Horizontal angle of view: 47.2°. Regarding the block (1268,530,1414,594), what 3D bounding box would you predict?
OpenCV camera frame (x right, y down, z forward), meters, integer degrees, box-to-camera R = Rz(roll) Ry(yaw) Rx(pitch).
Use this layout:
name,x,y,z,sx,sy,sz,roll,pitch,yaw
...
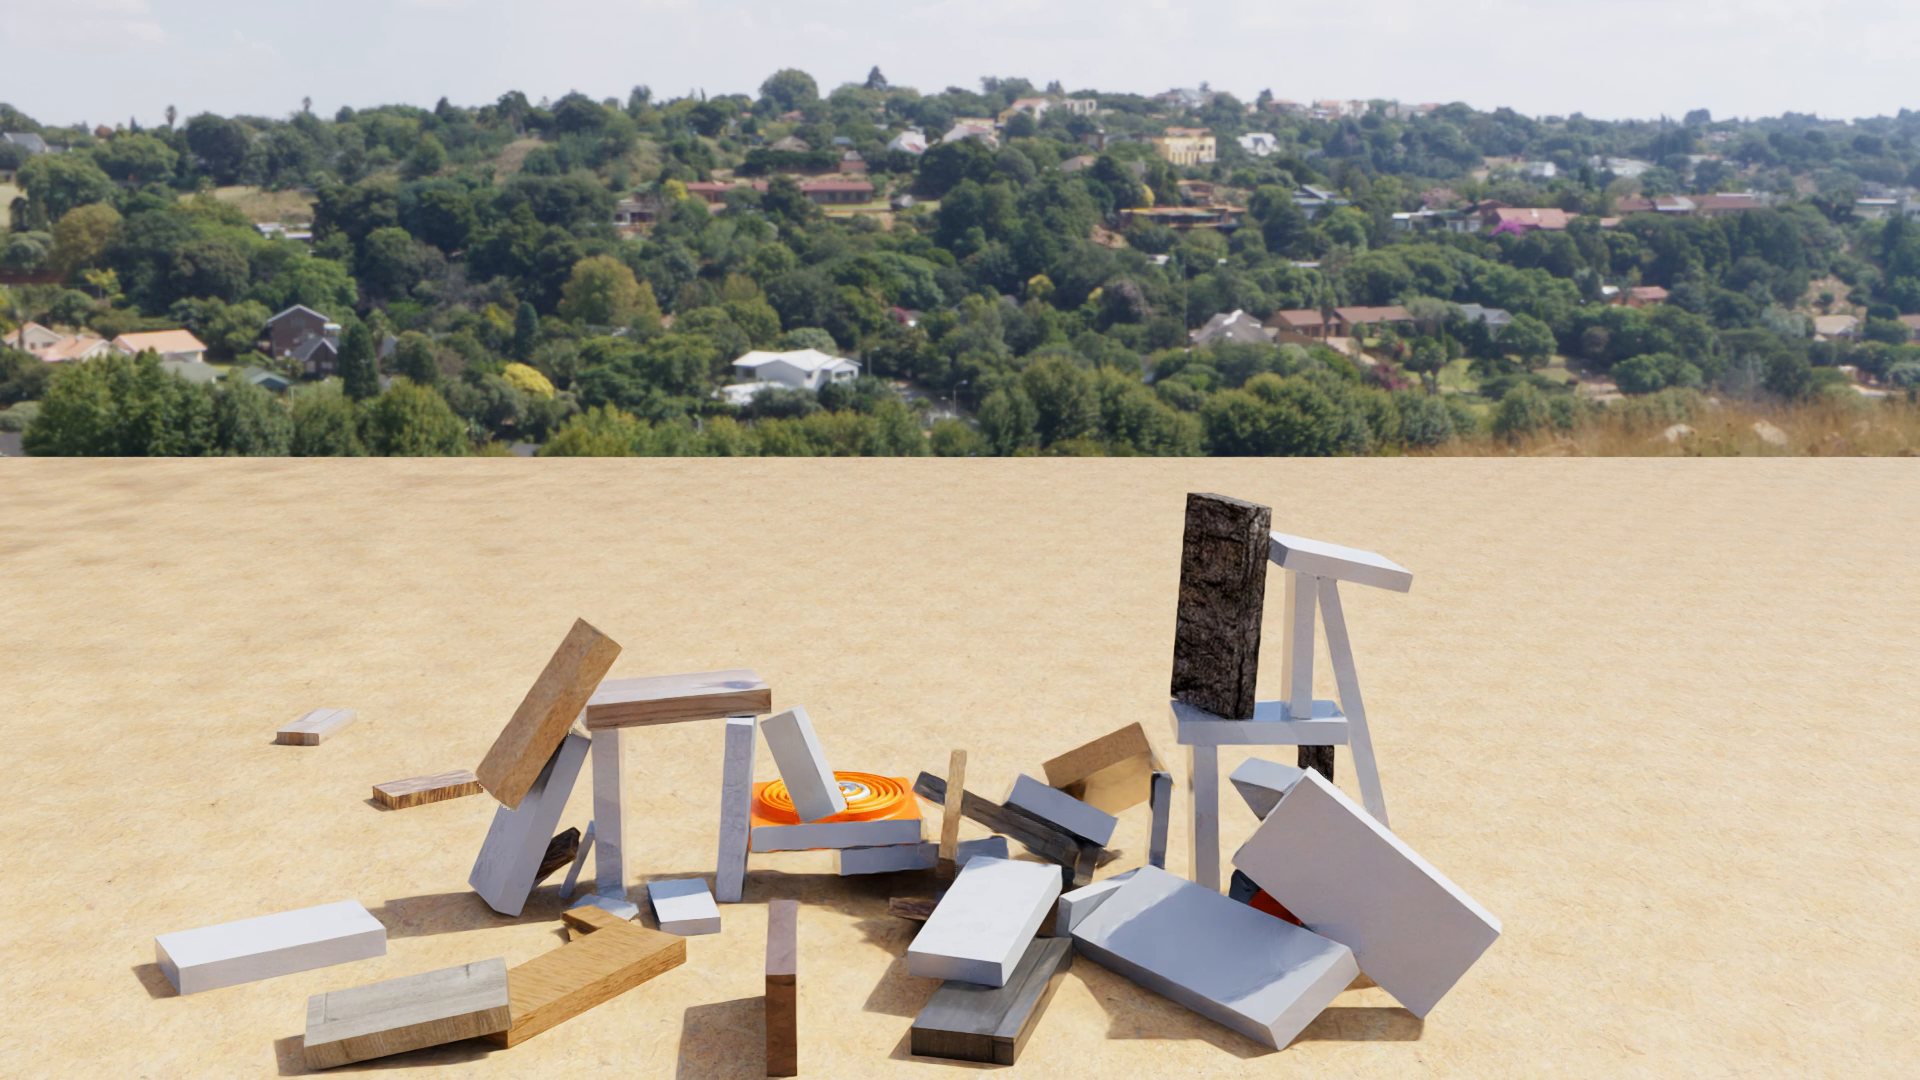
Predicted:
name,x,y,z,sx,sy,sz,roll,pitch,yaw
block,0.603,0.034,3.572,0.239,0.034,0.120,11,12,-23

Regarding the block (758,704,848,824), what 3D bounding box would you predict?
name,x,y,z,sx,sy,sz,roll,pitch,yaw
block,-0.269,0.385,3.764,0.095,0.191,0.027,-24,-1,44

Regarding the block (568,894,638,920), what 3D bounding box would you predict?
name,x,y,z,sx,sy,sz,roll,pitch,yaw
block,-0.577,0.599,3.556,0.103,0.015,0.051,6,23,29

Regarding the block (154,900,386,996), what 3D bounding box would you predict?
name,x,y,z,sx,sy,sz,roll,pitch,yaw
block,-1.056,0.622,3.375,0.309,0.044,0.154,-7,12,-32

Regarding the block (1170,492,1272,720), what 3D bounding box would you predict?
name,x,y,z,sx,sy,sz,roll,pitch,yaw
block,0.425,0.105,3.597,0.049,0.345,0.172,0,9,-28

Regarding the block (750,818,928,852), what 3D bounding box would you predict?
name,x,y,z,sx,sy,sz,roll,pitch,yaw
block,-0.200,0.496,3.705,0.282,0.040,0.141,-4,-7,4

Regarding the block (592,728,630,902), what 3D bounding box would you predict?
name,x,y,z,sx,sy,sz,roll,pitch,yaw
block,-0.579,0.439,3.646,0.043,0.304,0.152,-1,11,-5

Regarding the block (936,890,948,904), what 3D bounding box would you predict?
name,x,y,z,sx,sy,sz,roll,pitch,yaw
block,0.048,0.573,3.521,0.099,0.028,0.197,-3,-6,-26

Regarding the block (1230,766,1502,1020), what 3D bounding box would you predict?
name,x,y,z,sx,sy,sz,roll,pitch,yaw
block,0.583,0.506,3.162,0.349,0.175,0.049,39,17,7

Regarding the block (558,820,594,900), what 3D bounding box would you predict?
name,x,y,z,sx,sy,sz,roll,pitch,yaw
block,-0.634,0.532,3.660,0.017,0.121,0.061,23,8,-8

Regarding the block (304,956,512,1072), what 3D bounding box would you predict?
name,x,y,z,sx,sy,sz,roll,pitch,yaw
block,-0.765,0.656,3.055,0.274,0.039,0.137,-10,20,-11

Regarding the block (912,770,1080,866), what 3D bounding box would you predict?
name,x,y,z,sx,sy,sz,roll,pitch,yaw
block,0.063,0.479,3.756,0.282,0.040,0.141,23,-10,15

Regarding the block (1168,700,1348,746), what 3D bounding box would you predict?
name,x,y,z,sx,sy,sz,roll,pitch,yaw
block,0.488,0.299,3.613,0.275,0.039,0.138,0,10,-1

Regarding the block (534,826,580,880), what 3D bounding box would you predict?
name,x,y,z,sx,sy,sz,roll,pitch,yaw
block,-0.682,0.524,3.631,0.121,0.017,0.061,-29,34,21

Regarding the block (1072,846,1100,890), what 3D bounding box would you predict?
name,x,y,z,sx,sy,sz,roll,pitch,yaw
block,0.193,0.566,3.526,0.027,0.095,0.191,12,12,6

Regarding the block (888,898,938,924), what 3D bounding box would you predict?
name,x,y,z,sx,sy,sz,roll,pitch,yaw
block,-0.003,0.591,3.448,0.197,0.028,0.099,2,-14,30

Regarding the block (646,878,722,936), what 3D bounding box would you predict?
name,x,y,z,sx,sy,sz,roll,pitch,yaw
block,-0.449,0.595,3.566,0.095,0.027,0.191,-3,11,-14

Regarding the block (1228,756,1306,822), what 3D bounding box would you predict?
name,x,y,z,sx,sy,sz,roll,pitch,yaw
block,0.557,0.484,3.326,0.049,0.345,0.172,-40,14,-15

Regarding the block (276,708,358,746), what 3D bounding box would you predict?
name,x,y,z,sx,sy,sz,roll,pitch,yaw
block,-1.358,0.394,4.649,0.093,0.026,0.186,2,11,9

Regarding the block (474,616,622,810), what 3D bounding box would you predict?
name,x,y,z,sx,sy,sz,roll,pitch,yaw
block,-0.671,0.279,3.579,0.044,0.309,0.154,36,-6,-24

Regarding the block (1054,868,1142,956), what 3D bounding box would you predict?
name,x,y,z,sx,sy,sz,roll,pitch,yaw
block,0.224,0.582,3.442,0.191,0.095,0.027,-10,24,-44

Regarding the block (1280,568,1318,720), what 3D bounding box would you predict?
name,x,y,z,sx,sy,sz,roll,pitch,yaw
block,0.553,0.162,3.594,0.034,0.239,0.120,1,10,1

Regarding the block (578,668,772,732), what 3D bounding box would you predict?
name,x,y,z,sx,sy,sz,roll,pitch,yaw
block,-0.479,0.262,3.641,0.304,0.043,0.152,-4,11,-18

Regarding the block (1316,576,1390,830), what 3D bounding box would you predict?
name,x,y,z,sx,sy,sz,roll,pitch,yaw
block,0.657,0.316,3.650,0.034,0.554,0.120,-13,9,6

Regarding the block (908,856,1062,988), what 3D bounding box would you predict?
name,x,y,z,sx,sy,sz,roll,pitch,yaw
block,0.041,0.568,3.303,0.145,0.041,0.290,4,22,20

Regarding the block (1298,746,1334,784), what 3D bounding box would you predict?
name,x,y,z,sx,sy,sz,roll,pitch,yaw
block,0.587,0.454,3.644,0.039,0.275,0.138,0,10,1

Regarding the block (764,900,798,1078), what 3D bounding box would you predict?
name,x,y,z,sx,sy,sz,roll,pitch,yaw
block,-0.249,0.624,3.087,0.041,0.145,0.290,-1,11,-4

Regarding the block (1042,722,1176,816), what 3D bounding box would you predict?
name,x,y,z,sx,sy,sz,roll,pitch,yaw
block,0.259,0.403,3.755,0.175,0.049,0.349,-24,-20,5

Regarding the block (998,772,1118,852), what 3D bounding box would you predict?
name,x,y,z,sx,sy,sz,roll,pitch,yaw
block,0.158,0.464,3.703,0.175,0.049,0.349,25,-10,2

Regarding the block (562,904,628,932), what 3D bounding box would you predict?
name,x,y,z,sx,sy,sz,roll,pitch,yaw
block,-0.578,0.602,3.482,0.051,0.015,0.103,-10,14,-44

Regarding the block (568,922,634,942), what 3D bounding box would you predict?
name,x,y,z,sx,sy,sz,roll,pitch,yaw
block,-0.562,0.622,3.456,0.103,0.015,0.051,-3,11,-15

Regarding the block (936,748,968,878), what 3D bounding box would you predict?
name,x,y,z,sx,sy,sz,roll,pitch,yaw
block,-0.013,0.451,3.624,0.027,0.191,0.095,7,-28,1

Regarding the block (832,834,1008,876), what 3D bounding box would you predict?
name,x,y,z,sx,sy,sz,roll,pitch,yaw
block,-0.069,0.533,3.725,0.282,0.040,0.141,-3,-5,-9

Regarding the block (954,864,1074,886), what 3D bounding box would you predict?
name,x,y,z,sx,sy,sz,roll,pitch,yaw
block,0.092,0.561,3.677,0.197,0.028,0.099,1,-6,3

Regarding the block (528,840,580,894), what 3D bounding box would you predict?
name,x,y,z,sx,sy,sz,roll,pitch,yaw
block,-0.687,0.544,3.665,0.121,0.017,0.061,-40,11,4

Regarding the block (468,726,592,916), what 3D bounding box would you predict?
name,x,y,z,sx,sy,sz,roll,pitch,yaw
block,-0.709,0.448,3.620,0.044,0.309,0.154,24,-3,-30

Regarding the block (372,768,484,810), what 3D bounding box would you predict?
name,x,y,z,sx,sy,sz,roll,pitch,yaw
block,-1.016,0.476,4.208,0.186,0.026,0.093,-8,13,-37

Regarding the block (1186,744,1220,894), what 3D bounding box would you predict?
name,x,y,z,sx,sy,sz,roll,pitch,yaw
block,0.402,0.454,3.642,0.039,0.275,0.138,-2,10,1

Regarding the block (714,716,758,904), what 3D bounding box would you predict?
name,x,y,z,sx,sy,sz,roll,pitch,yaw
block,-0.372,0.434,3.670,0.043,0.304,0.152,4,10,-3

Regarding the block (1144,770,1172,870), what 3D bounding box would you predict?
name,x,y,z,sx,sy,sz,roll,pitch,yaw
block,0.329,0.486,3.670,0.027,0.191,0.095,5,2,1

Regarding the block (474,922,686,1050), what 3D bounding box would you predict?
name,x,y,z,sx,sy,sz,roll,pitch,yaw
block,-0.580,0.650,3.239,0.137,0.039,0.387,7,12,32

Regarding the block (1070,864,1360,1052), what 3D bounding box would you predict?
name,x,y,z,sx,sy,sz,roll,pitch,yaw
block,0.367,0.607,3.240,0.172,0.049,0.441,-37,28,-25

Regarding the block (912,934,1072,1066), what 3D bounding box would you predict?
name,x,y,z,sx,sy,sz,roll,pitch,yaw
block,0.052,0.658,3.190,0.145,0.041,0.386,3,11,15
